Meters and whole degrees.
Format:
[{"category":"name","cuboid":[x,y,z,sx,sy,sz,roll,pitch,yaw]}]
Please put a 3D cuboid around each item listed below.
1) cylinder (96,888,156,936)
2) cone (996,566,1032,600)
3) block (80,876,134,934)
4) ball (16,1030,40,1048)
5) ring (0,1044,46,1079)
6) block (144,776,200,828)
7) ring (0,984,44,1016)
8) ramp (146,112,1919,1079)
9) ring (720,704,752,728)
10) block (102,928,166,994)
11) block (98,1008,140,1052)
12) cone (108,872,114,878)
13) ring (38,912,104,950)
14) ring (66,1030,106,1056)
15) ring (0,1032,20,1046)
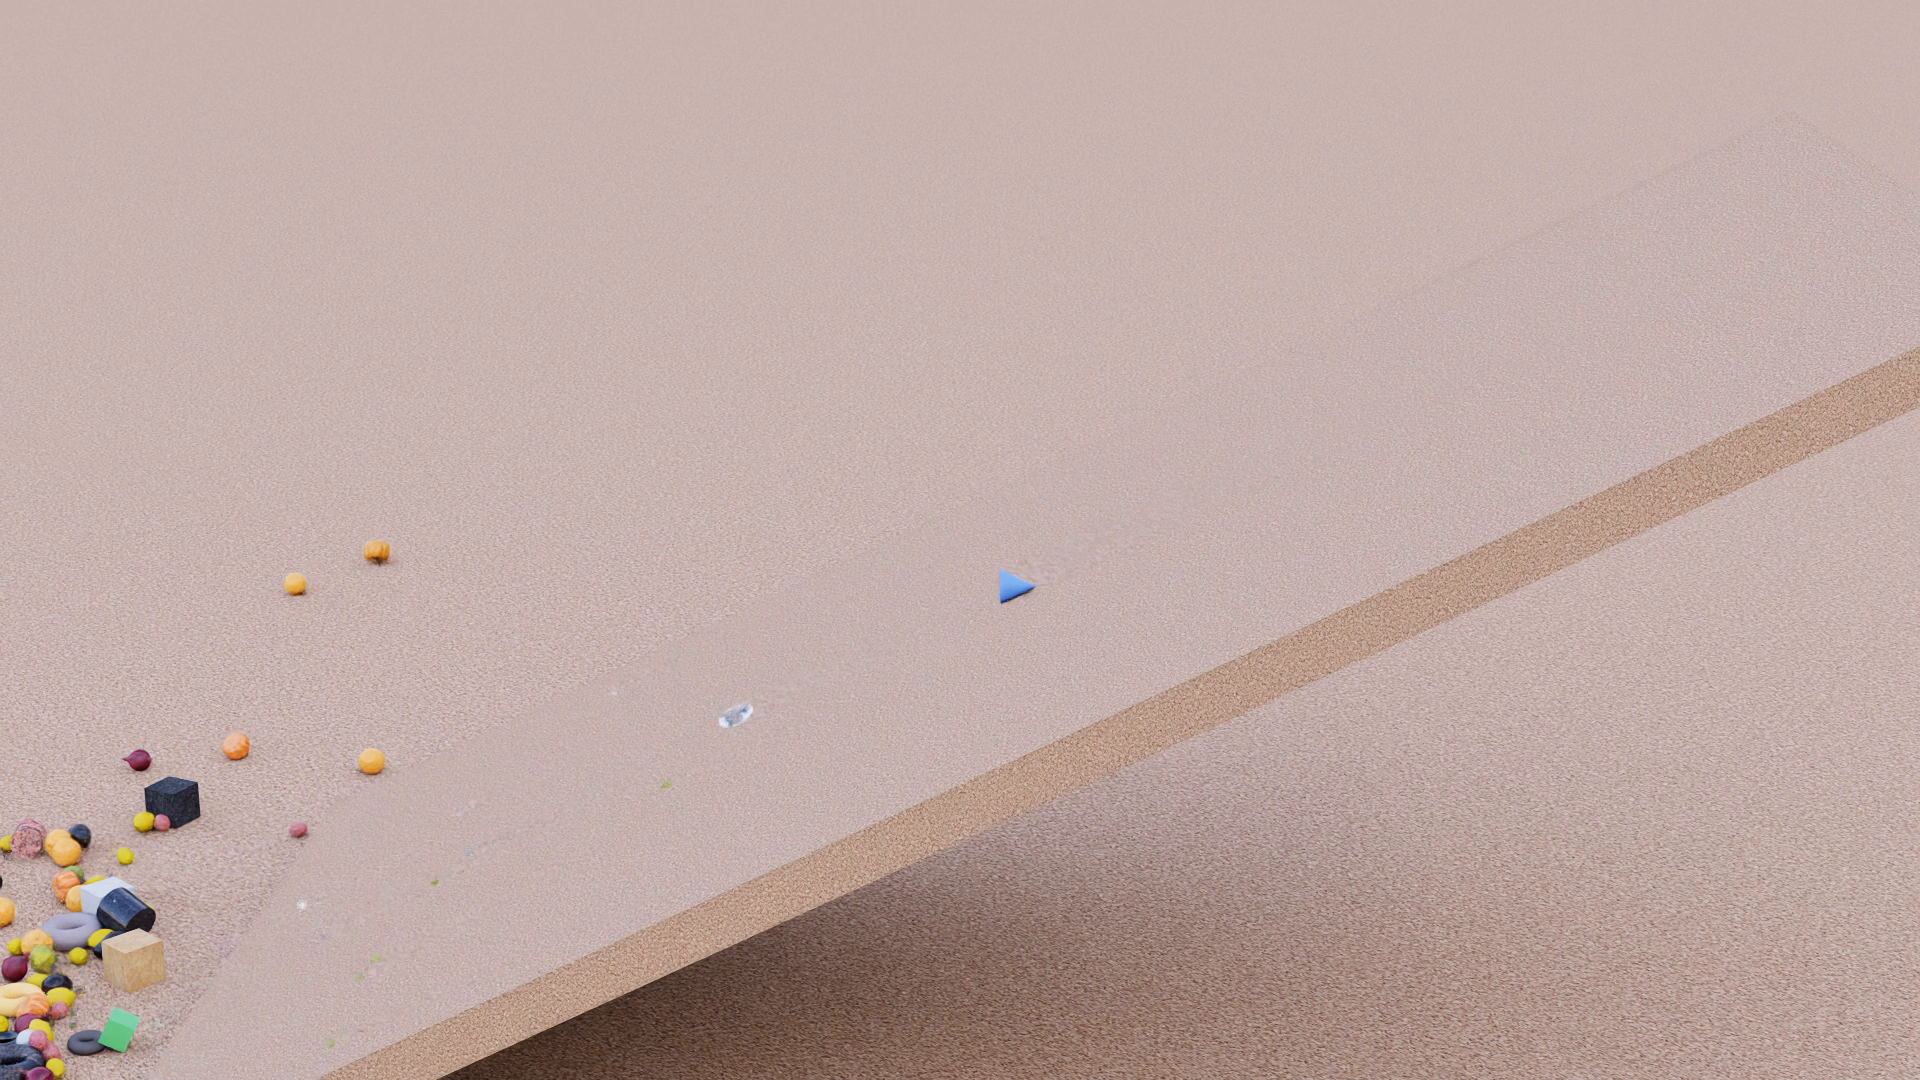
[{"category":"cylinder","cuboid":[-1.976,0.889,6.971,0.097,0.097,0.097,31,29,24]},{"category":"cone","cuboid":[0.123,0.099,6.275,0.077,0.077,0.077,10,14,-14]},{"category":"block","cuboid":[-2.046,0.876,7.068,0.092,0.092,0.092,16,23,42]},{"category":"ball","cuboid":[-2.025,1.089,6.394,0.051,0.051,0.051,0,17,0]},{"category":"ring","cuboid":[-2.037,1.128,6.305,0.149,0.050,0.149,1,17,0]},{"category":"block","cuboid":[-2.060,0.687,7.693,0.097,0.097,0.097,8,18,25]},{"category":"ring","cuboid":[-2.126,1.036,6.625,0.124,0.041,0.124,1,17,0]},{"category":"ramp","cuboid":[0.139,0.168,6.281,4.000,0.100,2.000,-25,14,10]},{"category":"ring","cuboid":[-0.490,0.384,6.431,0.080,0.027,0.080,-25,14,7]},{"category":"block","cuboid":[-1.898,0.966,6.757,0.099,0.099,0.099,15,22,40]},{"category":"block","cuboid":[-1.839,1.072,6.433,0.061,0.061,0.061,26,13,-11]},{"category":"cone","cuboid":[-2.045,0.869,7.179,0.092,0.092,0.092,24,11,-16]},{"category":"ring","cuboid":[-2.105,0.928,6.971,0.150,0.050,0.150,-1,17,0]},{"category":"ring","cuboid":[-1.909,1.099,6.434,0.087,0.029,0.087,1,18,0]},{"category":"ring","cuboid":[-2.087,1.102,6.420,0.098,0.033,0.098,0,15,0]}]
